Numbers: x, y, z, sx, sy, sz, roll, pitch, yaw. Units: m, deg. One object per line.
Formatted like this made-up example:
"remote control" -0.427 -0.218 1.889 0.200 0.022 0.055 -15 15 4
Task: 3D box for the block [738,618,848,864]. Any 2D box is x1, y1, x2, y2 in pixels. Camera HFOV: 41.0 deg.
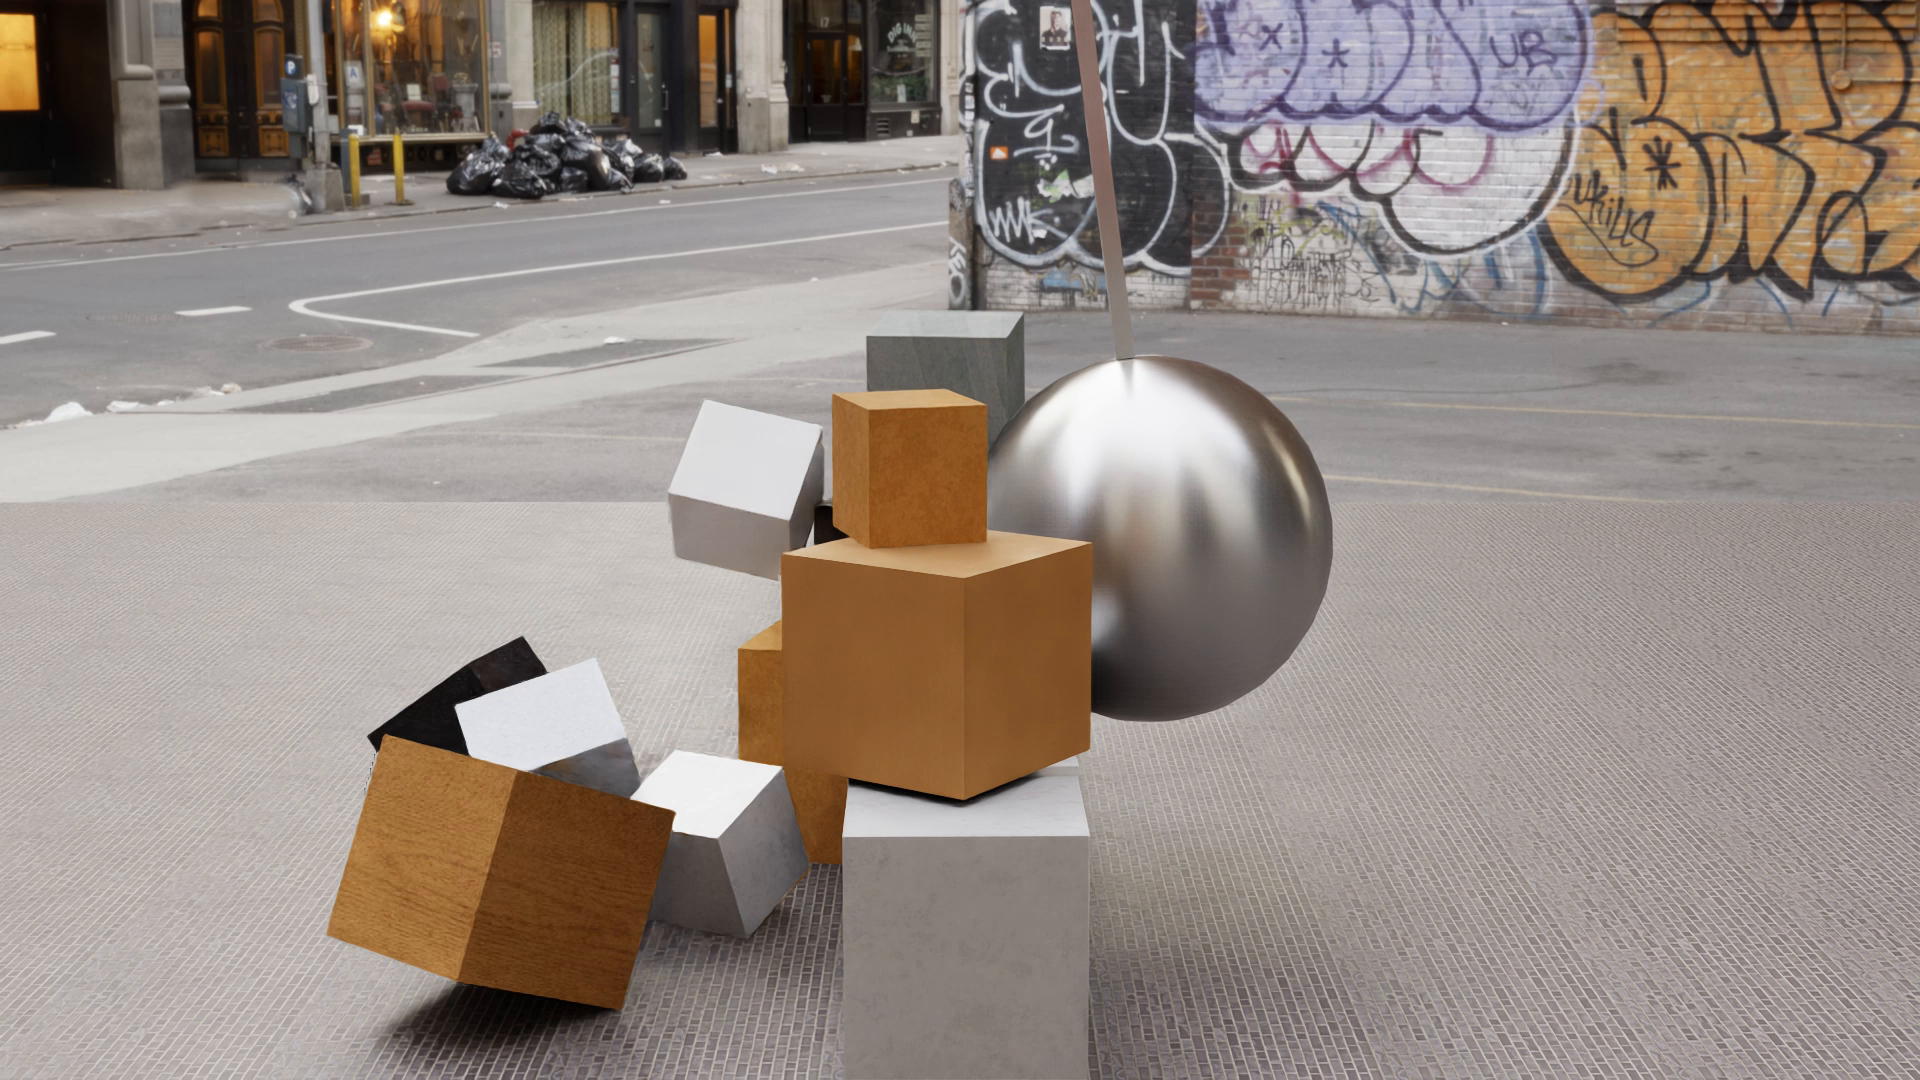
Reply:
"block" -0.410 0.905 11.874 0.991 0.971 0.895 2 11 13

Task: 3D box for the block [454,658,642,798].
"block" -1.737 1.002 11.039 0.635 0.608 0.572 -19 38 -11

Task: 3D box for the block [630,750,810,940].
"block" -1.042 1.266 10.718 0.552 0.516 0.499 6 34 30

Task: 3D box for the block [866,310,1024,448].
"block" -0.058 -0.656 12.241 0.658 0.769 0.633 2 16 9

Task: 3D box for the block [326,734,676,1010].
"block" -1.732 1.259 9.726 0.777 0.777 0.838 9 -10 40

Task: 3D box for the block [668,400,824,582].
"block" -0.975 -0.220 11.826 0.565 0.539 0.532 13 -33 7

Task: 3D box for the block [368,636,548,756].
"block" -2.233 0.932 12.008 0.638 0.614 0.610 -34 0 17

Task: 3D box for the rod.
"rod" 0.356 -3.320 10.577 0.080 5.200 0.080 -8 10 1

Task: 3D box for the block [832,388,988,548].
"block" -0.197 -0.279 9.757 0.458 0.518 0.518 -3 11 -18

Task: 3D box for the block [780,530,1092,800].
"block" -0.080 0.423 9.580 0.816 0.801 0.843 7 12 34

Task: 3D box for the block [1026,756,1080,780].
"block" -0.001 1.232 10.080 0.860 0.970 0.968 0 10 -2

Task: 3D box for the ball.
"ball" 0.821 -0.006 11.179 1.600 1.600 1.600 0 10 0

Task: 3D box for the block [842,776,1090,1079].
"block" 0.017 1.405 9.229 0.848 0.933 0.756 0 10 -1

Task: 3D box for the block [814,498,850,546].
"block" -0.275 0.082 12.093 0.639 0.569 0.646 3 11 17
